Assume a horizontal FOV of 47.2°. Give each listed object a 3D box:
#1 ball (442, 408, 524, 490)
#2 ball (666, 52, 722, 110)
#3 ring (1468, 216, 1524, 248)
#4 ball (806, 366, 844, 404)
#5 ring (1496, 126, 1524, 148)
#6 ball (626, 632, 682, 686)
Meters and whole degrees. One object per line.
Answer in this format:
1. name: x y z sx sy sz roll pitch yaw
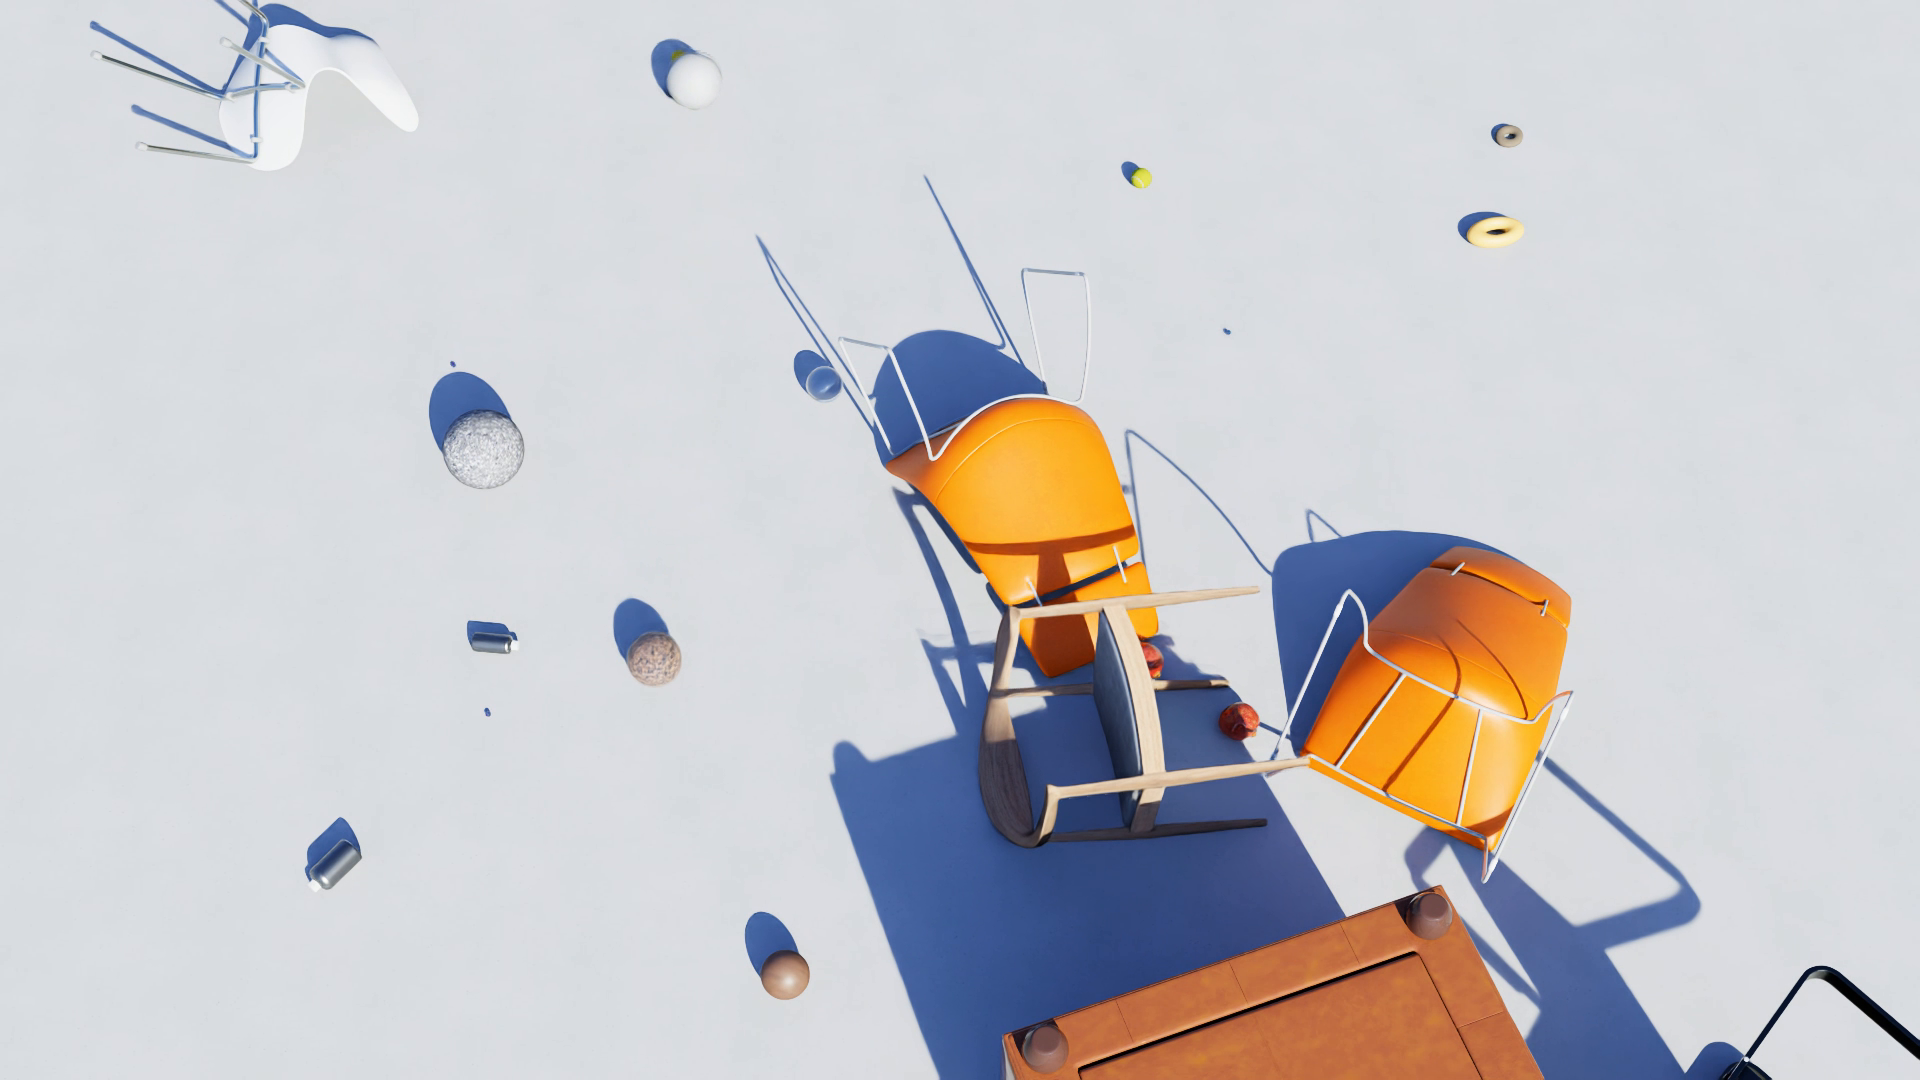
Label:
1. ball: -1.432 -0.273 6.611 0.242 0.242 0.242 0 56 0
2. ball: -0.907 -1.567 7.510 0.191 0.191 0.191 0 56 0
3. ring: 1.759 -1.010 7.223 0.196 0.049 0.112 -10 58 -8
4. ball: -0.421 -0.483 6.828 0.115 0.115 0.115 0 56 0
5. ring: 1.868 -1.373 7.481 0.091 0.025 0.102 37 64 23
6. ball: -0.869 0.337 6.253 0.157 0.157 0.157 0 56 0
